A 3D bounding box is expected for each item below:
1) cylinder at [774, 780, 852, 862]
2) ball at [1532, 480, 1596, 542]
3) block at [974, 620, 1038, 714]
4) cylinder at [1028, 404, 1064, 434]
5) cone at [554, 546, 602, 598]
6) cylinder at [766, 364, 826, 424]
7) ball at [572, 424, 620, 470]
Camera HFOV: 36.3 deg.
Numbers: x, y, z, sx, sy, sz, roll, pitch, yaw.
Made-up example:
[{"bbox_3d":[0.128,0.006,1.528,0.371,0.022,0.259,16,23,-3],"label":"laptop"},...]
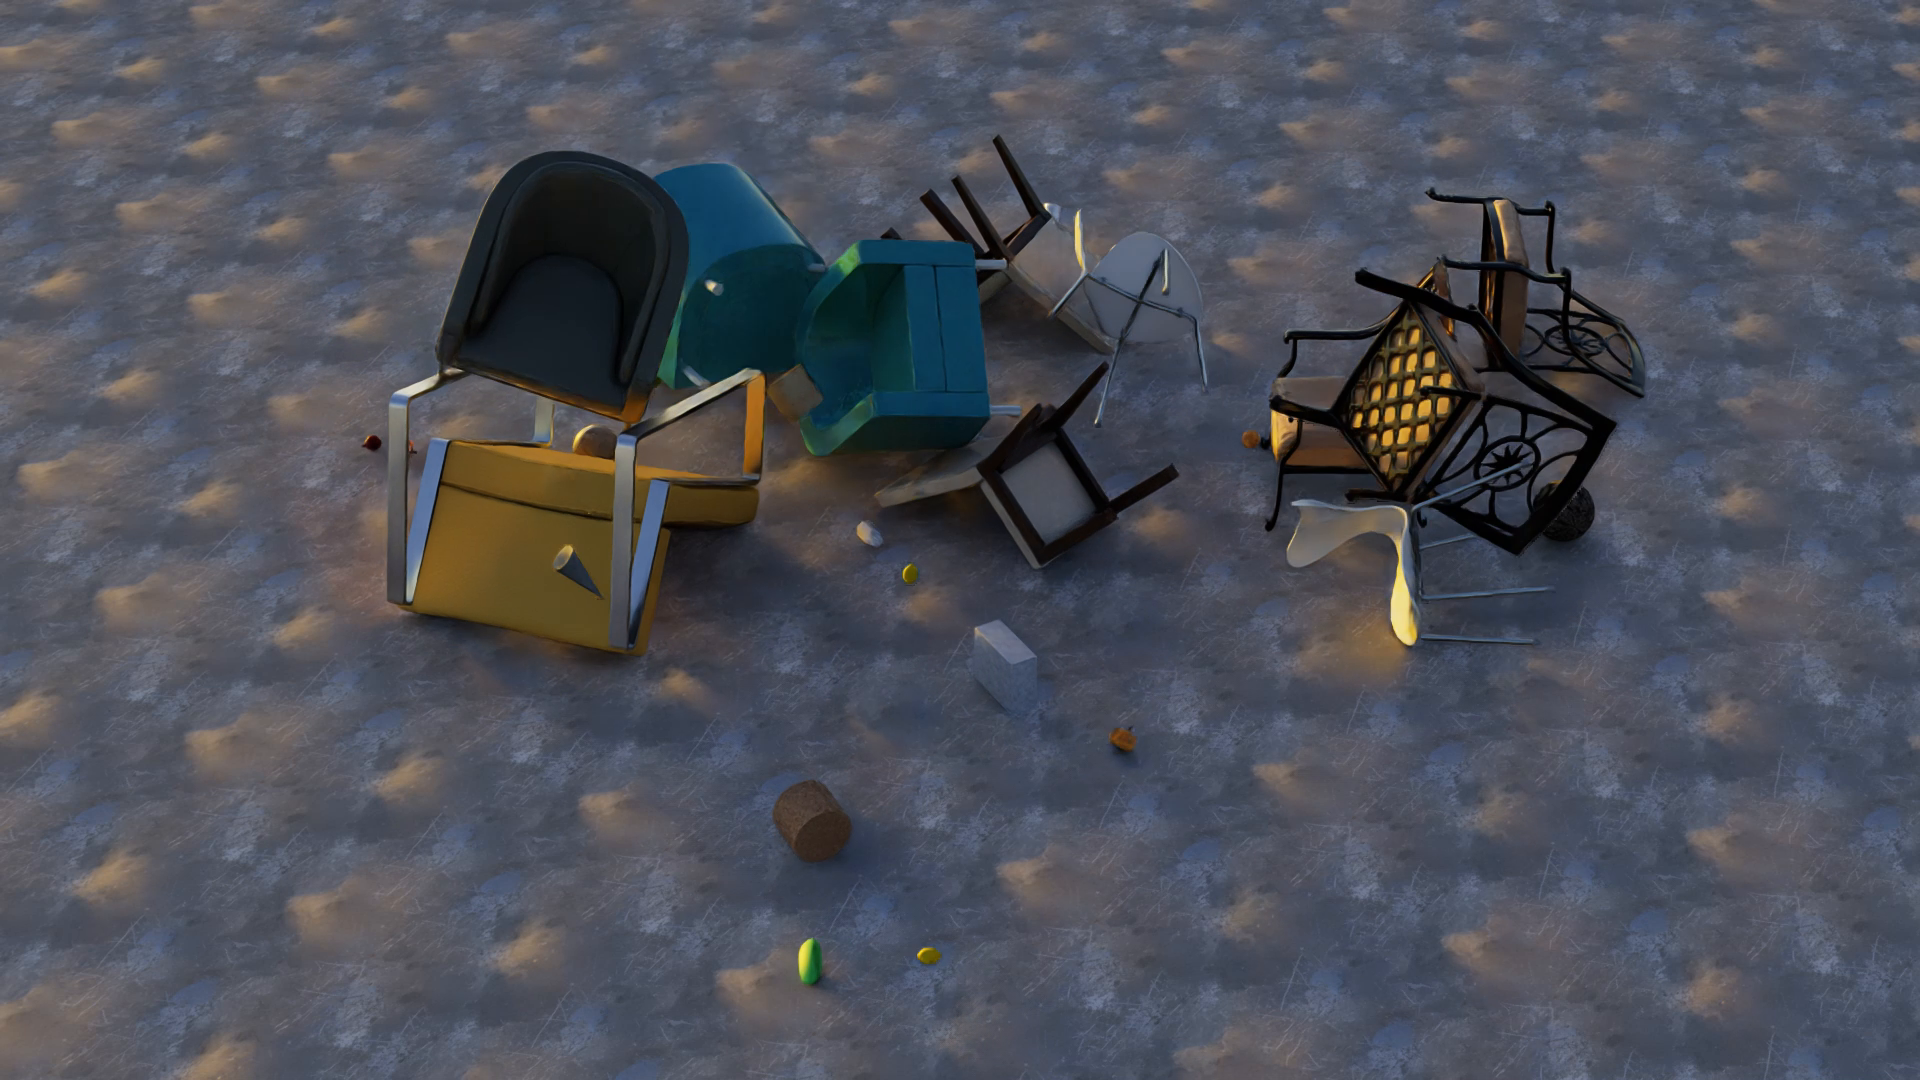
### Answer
[{"bbox_3d":[-0.473,0.900,9.406,0.199,0.189,0.177,-27,40,-13],"label":"cylinder"},{"bbox_3d":[2.244,-0.109,10.901,0.230,0.230,0.230,0,33,0],"label":"ball"},{"bbox_3d":[0.157,0.436,10.091,0.102,0.211,0.255,-17,37,-24],"label":"block"},{"bbox_3d":[0.342,-0.478,11.608,0.100,0.064,0.112,35,44,17],"label":"cylinder"},{"bbox_3d":[-1.248,0.127,9.710,0.078,0.215,0.115,-24,35,25],"label":"cone"},{"bbox_3d":[-0.607,-0.538,10.801,0.162,0.156,0.172,-32,8,22],"label":"cylinder"},{"bbox_3d":[-1.406,-0.359,11.328,0.177,0.177,0.177,0,33,0],"label":"ball"}]
